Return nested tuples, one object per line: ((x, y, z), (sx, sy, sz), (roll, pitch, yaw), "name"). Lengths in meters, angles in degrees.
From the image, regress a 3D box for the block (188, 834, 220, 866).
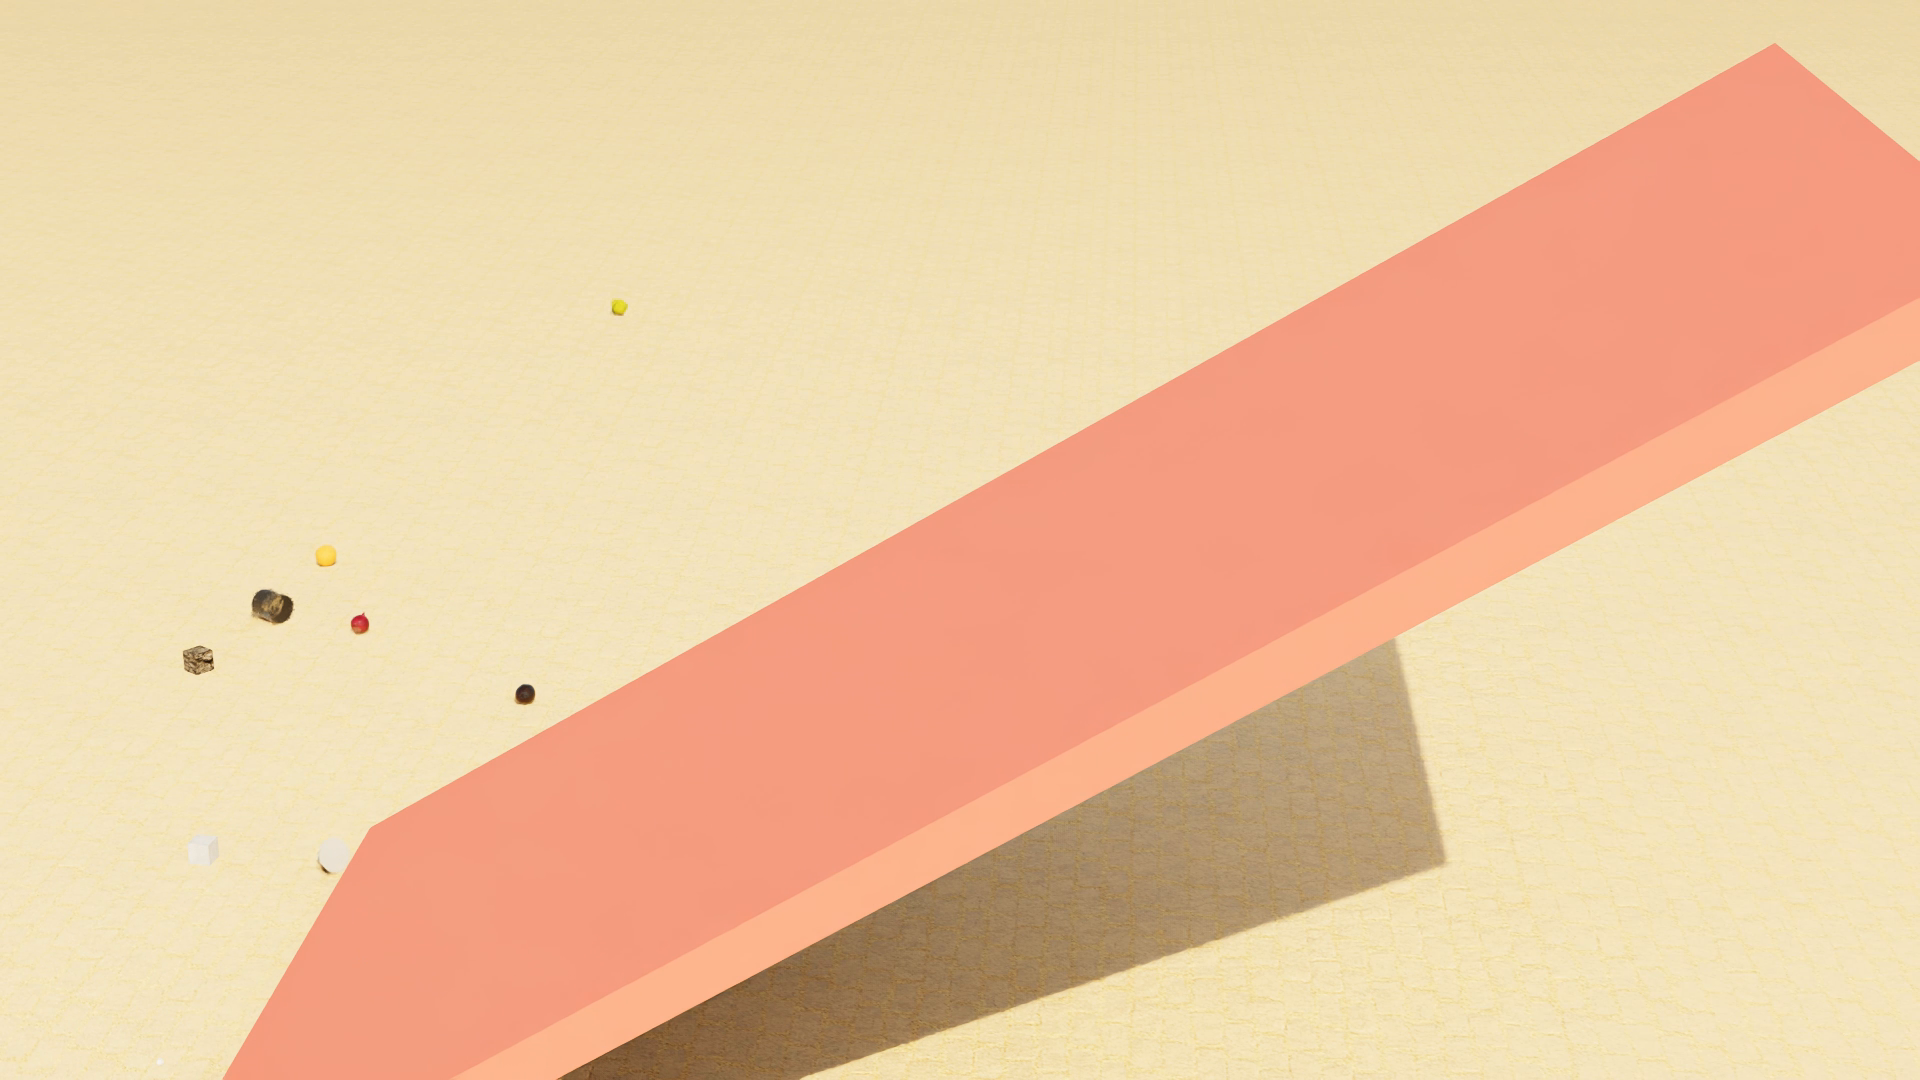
((-1.969, 0.807, 7.654), (0.058, 0.058, 0.058), (4, 19, 10), "block")

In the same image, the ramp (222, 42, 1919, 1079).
((0.142, 0.168, 6.287), (4.000, 0.100, 2.000), (-29, 15, 12), "ramp")

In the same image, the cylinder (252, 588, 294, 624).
((-2.180, 0.209, 9.326), (0.092, 0.092, 0.092), (15, 24, 36), "cylinder")

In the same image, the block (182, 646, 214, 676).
((-2.310, 0.365, 8.921), (0.064, 0.064, 0.064), (16, 25, 38), "block")

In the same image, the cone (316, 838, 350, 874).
((-1.646, 0.825, 7.626), (0.092, 0.092, 0.092), (-20, 1, -45), "cone")
